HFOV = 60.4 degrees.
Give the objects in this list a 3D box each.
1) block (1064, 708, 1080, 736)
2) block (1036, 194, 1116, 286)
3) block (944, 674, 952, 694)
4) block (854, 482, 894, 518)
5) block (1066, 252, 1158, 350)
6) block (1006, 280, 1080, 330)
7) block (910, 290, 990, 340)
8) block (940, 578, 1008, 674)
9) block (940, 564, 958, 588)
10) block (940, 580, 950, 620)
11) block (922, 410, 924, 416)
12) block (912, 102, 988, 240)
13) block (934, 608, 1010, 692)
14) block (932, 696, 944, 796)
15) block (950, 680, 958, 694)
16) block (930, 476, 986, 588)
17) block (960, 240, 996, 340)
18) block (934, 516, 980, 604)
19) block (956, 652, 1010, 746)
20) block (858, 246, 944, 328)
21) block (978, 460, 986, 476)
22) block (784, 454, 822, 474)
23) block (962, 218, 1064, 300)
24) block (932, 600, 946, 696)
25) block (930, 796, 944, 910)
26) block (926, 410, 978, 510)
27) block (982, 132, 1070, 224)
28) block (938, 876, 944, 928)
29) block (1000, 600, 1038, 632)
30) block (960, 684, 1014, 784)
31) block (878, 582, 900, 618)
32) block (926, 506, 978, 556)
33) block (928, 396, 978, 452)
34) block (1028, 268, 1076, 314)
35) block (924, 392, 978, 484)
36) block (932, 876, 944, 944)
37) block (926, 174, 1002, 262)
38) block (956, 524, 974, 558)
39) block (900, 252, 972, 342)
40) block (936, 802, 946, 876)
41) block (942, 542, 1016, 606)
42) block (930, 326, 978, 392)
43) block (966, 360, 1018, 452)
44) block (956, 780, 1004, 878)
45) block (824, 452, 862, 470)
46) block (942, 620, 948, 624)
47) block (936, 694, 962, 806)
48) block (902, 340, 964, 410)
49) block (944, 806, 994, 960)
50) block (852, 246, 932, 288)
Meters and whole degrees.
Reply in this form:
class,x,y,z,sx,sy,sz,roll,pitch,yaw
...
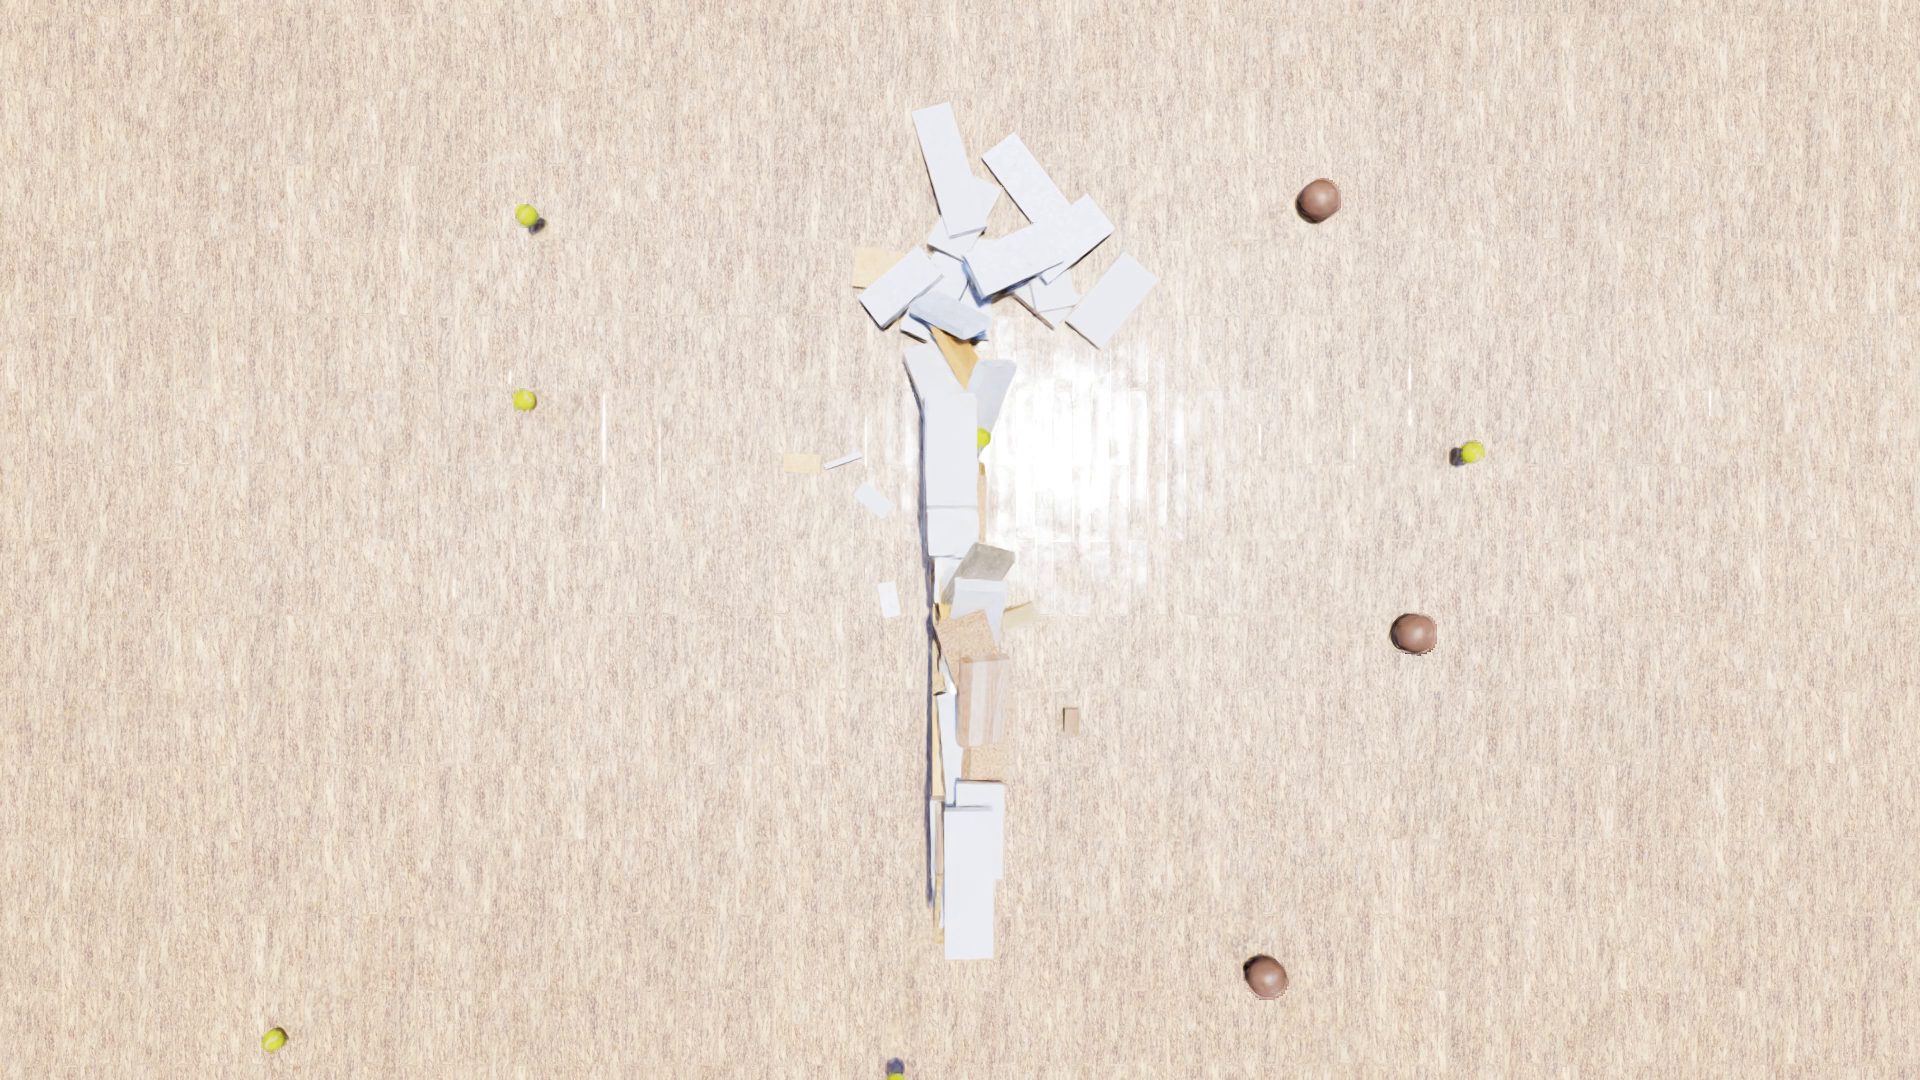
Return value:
class,x,y,z,sx,sy,sz,roll,pitch,yaw
block,0.370,0.602,5.476,0.048,0.014,0.095,1,112,0
block,0.348,-0.983,5.405,0.298,0.042,0.149,-40,93,-10
block,0.006,0.455,4.991,0.094,0.027,0.187,-9,75,-4
block,-0.287,-0.133,5.491,0.124,0.018,0.062,39,90,0
block,0.504,-0.794,5.475,0.149,0.042,0.298,40,90,-3
block,0.251,-0.839,5.460,0.273,0.039,0.136,40,81,-4
block,-0.032,-0.724,5.301,0.247,0.035,0.123,32,47,34
block,0.036,0.258,4.802,0.148,0.385,0.042,4,47,-6
block,-0.024,0.109,4.746,0.048,0.014,0.095,17,135,0
block,-0.030,0.173,4.800,0.058,0.016,0.115,-1,100,0
block,-0.048,-0.475,5.357,0.094,0.027,0.187,17,66,7
block,-0.035,-1.219,5.440,0.131,0.037,0.449,-16,80,-3
block,0.036,0.341,4.779,0.148,0.042,0.297,-20,130,-3
block,0.000,0.649,5.056,0.170,0.048,0.340,0,85,0
block,0.012,0.397,4.968,0.069,0.020,0.139,4,86,-2
block,-0.006,-0.024,5.130,0.174,0.049,0.348,0,89,0
block,0.038,-0.833,5.480,0.140,0.040,0.329,4,90,0
block,-0.009,0.057,4.823,0.127,0.036,0.254,1,92,0
block,0.066,0.465,4.797,0.140,0.040,0.279,-5,116,-16
block,-0.194,-0.831,5.418,0.262,0.037,0.131,-39,76,9
block,-0.003,-0.179,5.328,0.174,0.348,0.049,0,111,0
block,-0.525,-0.254,5.491,0.124,0.018,0.062,3,90,0
block,0.173,-0.906,5.319,0.298,0.042,0.149,-26,90,-13
block,0.004,0.366,5.119,0.178,0.050,0.355,0,90,0
block,-0.001,0.950,5.006,0.170,0.048,0.340,-1,96,0
block,-0.025,-0.230,4.711,0.143,0.041,0.286,1,74,-4
block,0.224,-1.182,5.481,0.136,0.039,0.326,-38,90,0
block,-0.019,1.071,4.874,0.076,0.022,0.152,6,80,-7
block,0.177,0.234,5.093,0.115,0.016,0.058,-20,113,0
block,0.082,0.574,4.934,0.148,0.042,0.297,10,78,-37
block,-0.236,0.198,5.492,0.058,0.016,0.115,-11,90,0
block,-0.023,-0.098,4.735,0.143,0.041,0.286,-1,82,-5
block,-0.023,-0.278,4.825,0.143,0.041,0.286,2,73,-4
block,0.287,-0.893,5.430,0.136,0.039,0.273,-12,88,-10
block,-0.028,-0.304,4.922,0.156,0.044,0.311,1,57,-4
block,-0.022,1.089,4.897,0.107,0.030,0.213,5,80,-7
block,0.015,-1.065,5.452,0.140,0.040,0.280,26,80,4
block,0.013,0.006,4.695,0.048,0.014,0.095,4,81,-4
block,-0.075,-0.794,5.435,0.140,0.040,0.280,25,90,6
block,-0.018,0.890,4.897,0.107,0.030,0.213,6,66,-14
block,0.050,0.108,4.697,0.123,0.247,0.035,14,46,-18
block,0.017,-0.570,5.332,0.035,0.123,0.293,-36,75,31
block,0.064,-0.417,5.185,0.044,0.156,0.311,37,119,30
block,0.056,0.843,4.798,0.140,0.040,0.279,1,97,0
block,-0.387,-0.263,5.469,0.124,0.062,0.018,-19,90,0
block,-0.007,0.336,5.054,0.094,0.027,0.187,-3,74,-1
block,-0.015,0.665,4.908,0.076,0.022,0.412,-3,83,-17
block,-0.062,-0.497,5.325,0.156,0.044,0.312,-17,67,-11
block,0.025,0.993,4.775,0.140,0.040,0.453,-1,102,-1
block,-0.220,-0.891,5.481,0.262,0.037,0.131,7,90,0
